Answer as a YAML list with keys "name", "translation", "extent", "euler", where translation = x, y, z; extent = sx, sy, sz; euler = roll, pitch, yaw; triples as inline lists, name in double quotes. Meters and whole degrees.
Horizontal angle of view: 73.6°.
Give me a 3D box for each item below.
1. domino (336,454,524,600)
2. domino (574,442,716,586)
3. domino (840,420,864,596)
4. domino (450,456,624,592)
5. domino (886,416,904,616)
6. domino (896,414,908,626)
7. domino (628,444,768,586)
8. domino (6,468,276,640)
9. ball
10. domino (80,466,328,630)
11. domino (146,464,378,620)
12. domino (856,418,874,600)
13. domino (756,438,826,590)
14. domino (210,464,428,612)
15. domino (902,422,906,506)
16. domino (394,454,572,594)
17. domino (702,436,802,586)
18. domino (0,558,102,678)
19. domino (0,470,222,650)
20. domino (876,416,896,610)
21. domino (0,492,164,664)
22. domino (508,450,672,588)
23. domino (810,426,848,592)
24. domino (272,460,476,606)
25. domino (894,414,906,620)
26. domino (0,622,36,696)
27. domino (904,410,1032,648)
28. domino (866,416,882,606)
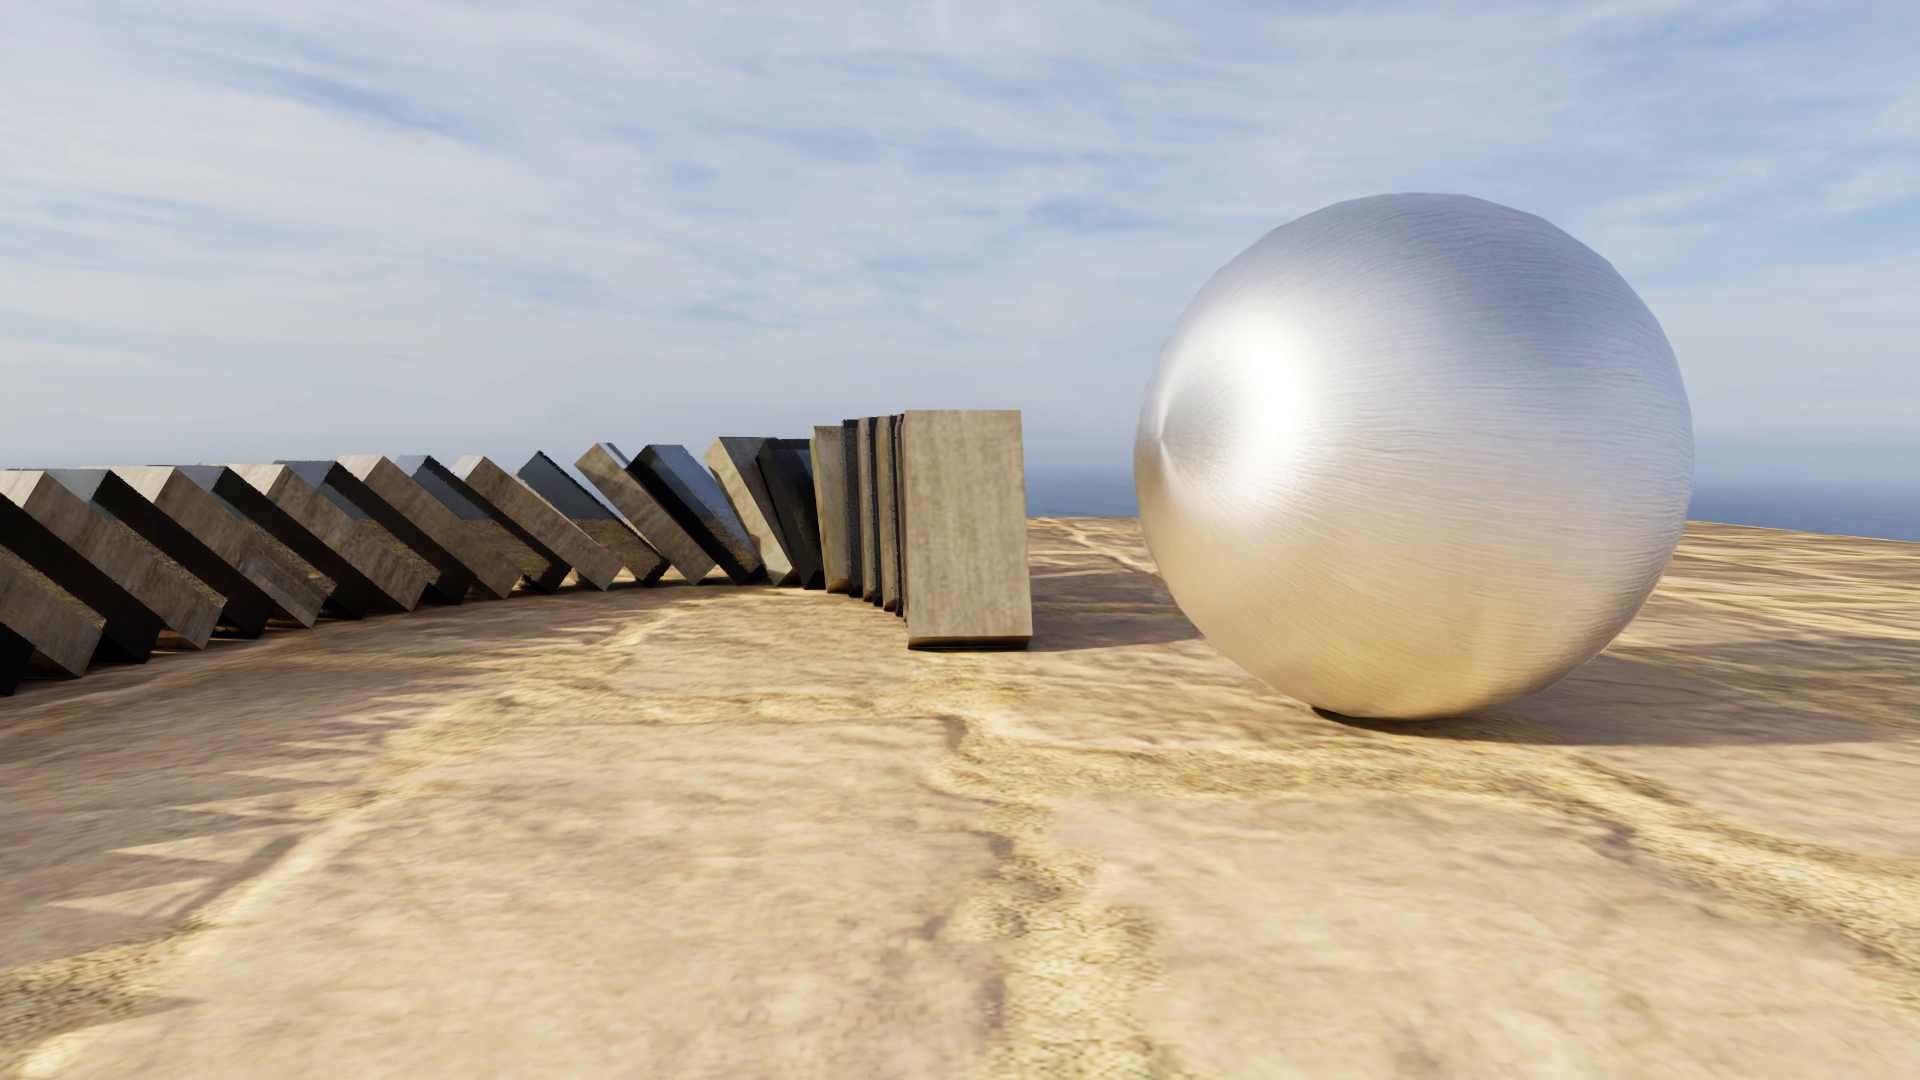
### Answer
- name: "domino"
  translation: [-0.144, -0.003, 0.345]
  extent: [0.025, 0.010, 0.050]
  euler: [3, -35, 40]
- name: "domino"
  translation: [-0.094, -0.008, 0.393]
  extent: [0.009, 0.050, 0.025]
  euler: [-44, 7, -1]
- name: "domino"
  translation: [-0.020, -0.010, 0.364]
  extent: [0.025, 0.050, 0.010]
  euler: [-1, -20, -11]
- name: "domino"
  translation: [-0.123, -0.005, 0.370]
  extent: [0.050, 0.009, 0.025]
  euler: [44, -20, -29]
- name: "domino"
  translation: [-0.005, -0.007, 0.324]
  extent: [0.025, 0.050, 0.010]
  euler: [-1, -19, -9]
- name: "domino"
  translation: [-0.001, -0.005, 0.304]
  extent: [0.025, 0.050, 0.009]
  euler: [-1, -19, -9]
- name: "domino"
  translation: [-0.078, -0.008, 0.398]
  extent: [0.010, 0.050, 0.025]
  euler: [-45, -5, 11]
- name: "domino"
  translation: [-0.170, 0.004, 0.265]
  extent: [0.025, 0.010, 0.050]
  euler: [1, -33, 15]
- name: "ball"
  translation: [0.067, -0.012, 0.197]
  extent: [0.080, 0.080, 0.080]
  euler: [0, 4, 0]
- name: "domino"
  translation: [-0.166, 0.003, 0.281]
  extent: [0.025, 0.009, 0.050]
  euler: [1, -33, 16]
- name: "domino"
  translation: [-0.163, 0.001, 0.297]
  extent: [0.025, 0.009, 0.050]
  euler: [2, -33, 22]
- name: "domino"
  translation: [-0.015, -0.009, 0.354]
  extent: [0.025, 0.050, 0.009]
  euler: [-1, -19, -9]
- name: "domino"
  translation: [-0.042, -0.009, 0.390]
  extent: [0.025, 0.050, 0.010]
  euler: [-3, -36, -33]
- name: "domino"
  translation: [-0.157, 0.000, 0.313]
  extent: [0.025, 0.010, 0.050]
  euler: [2, -32, 25]
- name: "domino"
  translation: [0.001, -0.004, 0.294]
  extent: [0.025, 0.050, 0.009]
  euler: [-1, -19, -9]
- name: "domino"
  translation: [-0.135, -0.004, 0.359]
  extent: [0.025, 0.010, 0.050]
  euler: [4, -34, 50]
- name: "domino"
  translation: [-0.057, -0.010, 0.398]
  extent: [0.025, 0.050, 0.009]
  euler: [-6, -32, -52]
- name: "domino"
  translation: [-0.174, 0.008, 0.215]
  extent: [0.025, 0.009, 0.050]
  euler: [0, -32, 6]
- name: "domino"
  translation: [-0.172, 0.005, 0.249]
  extent: [0.025, 0.010, 0.050]
  euler: [1, -33, 11]
- name: "domino"
  translation: [-0.008, -0.007, 0.334]
  extent: [0.025, 0.050, 0.010]
  euler: [-1, -19, -9]
- name: "domino"
  translation: [-0.172, 0.007, 0.232]
  extent: [0.025, 0.010, 0.050]
  euler: [0, -32, 6]
- name: "domino"
  translation: [-0.110, -0.006, 0.382]
  extent: [0.050, 0.010, 0.025]
  euler: [44, -14, -20]
- name: "domino"
  translation: [-0.029, -0.010, 0.377]
  extent: [0.025, 0.050, 0.010]
  euler: [-1, -26, -17]
- name: "domino"
  translation: [-0.151, -0.001, 0.329]
  extent: [0.025, 0.010, 0.050]
  euler: [3, -33, 31]
- name: "domino"
  translation: [-0.002, -0.006, 0.314]
  extent: [0.025, 0.050, 0.009]
  euler: [-1, -19, -9]
- name: "domino"
  translation: [-0.174, 0.009, 0.199]
  extent: [0.025, 0.009, 0.050]
  euler: [0, -32, 4]
- name: "domino"
  translation: [0.001, -0.003, 0.272]
  extent: [0.025, 0.050, 0.010]
  euler: [0, -18, -5]
- name: "domino"
  translation: [-0.011, -0.008, 0.344]
  extent: [0.025, 0.050, 0.009]
  euler: [-1, -19, -9]
